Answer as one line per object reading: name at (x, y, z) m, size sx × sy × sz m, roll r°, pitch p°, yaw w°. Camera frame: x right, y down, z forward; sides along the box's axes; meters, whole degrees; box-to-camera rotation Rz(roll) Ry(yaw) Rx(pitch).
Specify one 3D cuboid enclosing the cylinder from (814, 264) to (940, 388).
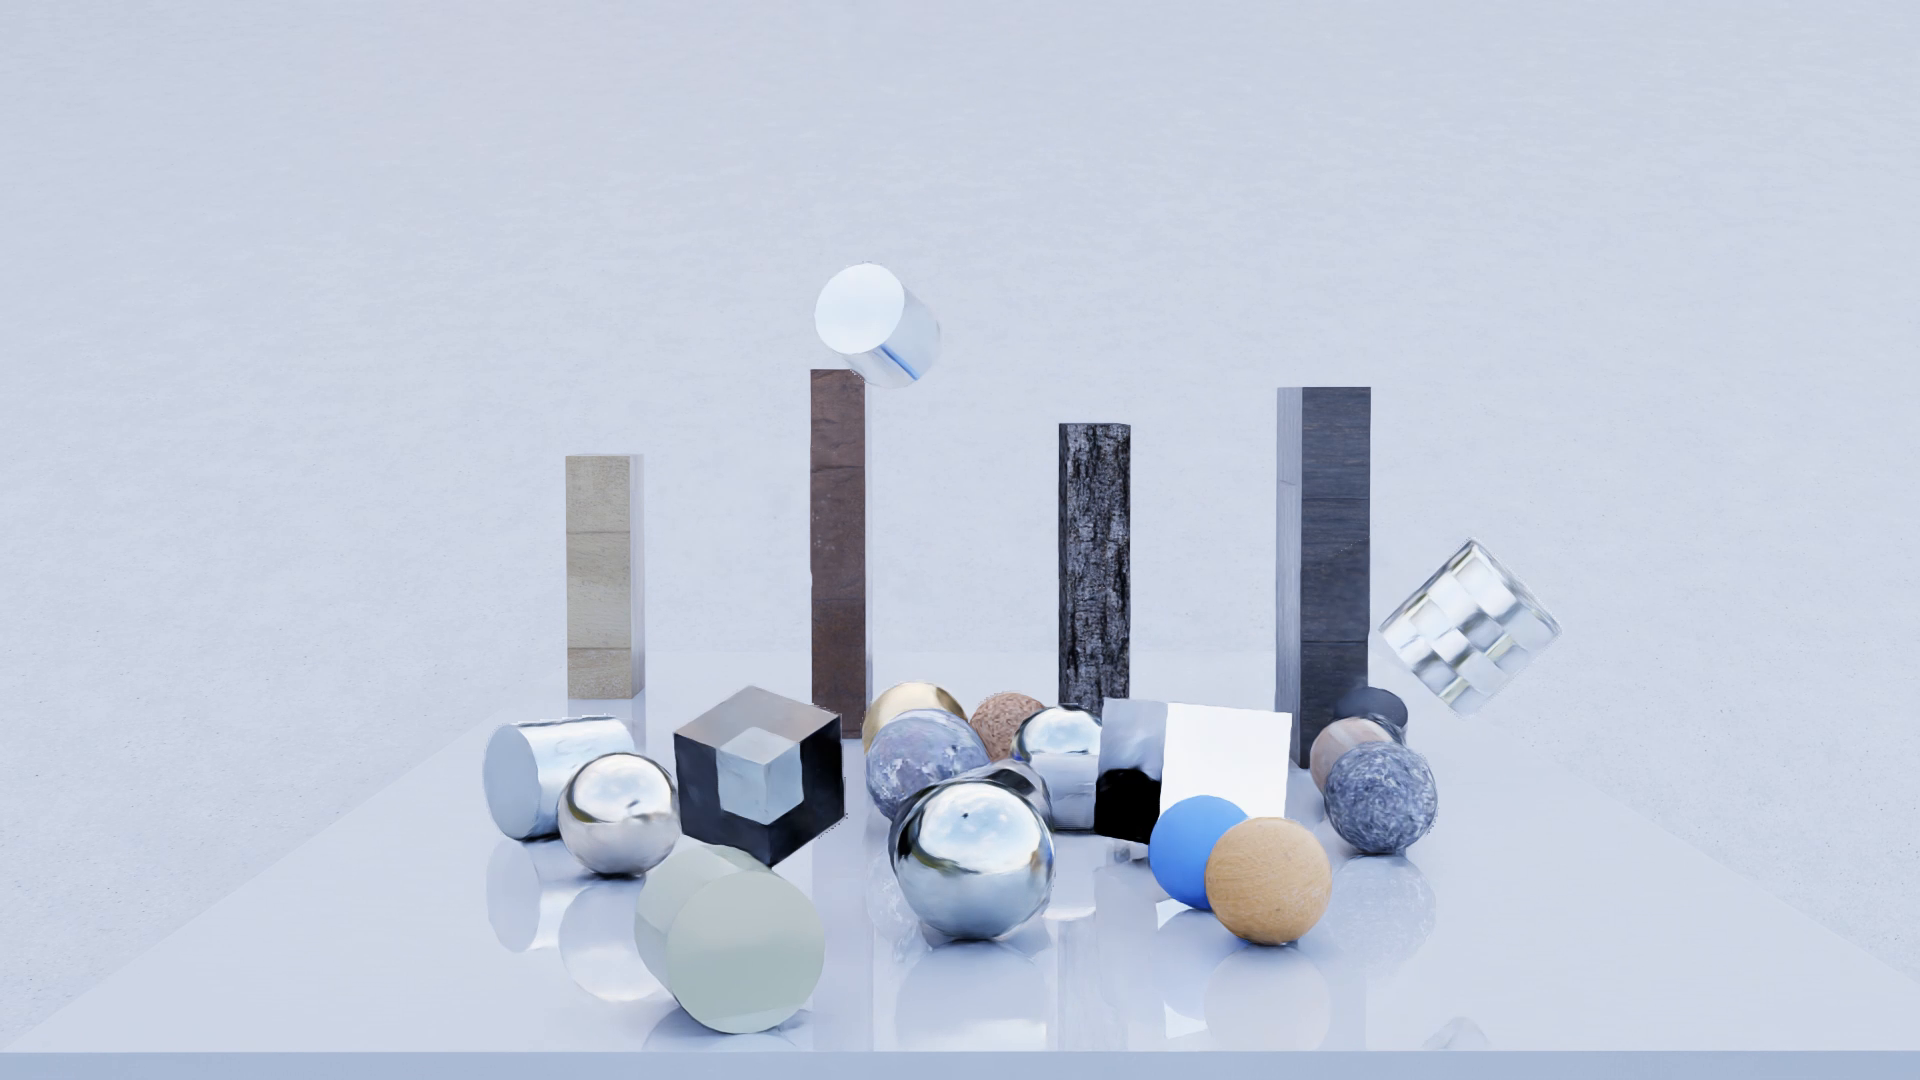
cylinder at (-0.090, -0.235, 2.839) m, size 0.106 × 0.106 × 0.106 m, roll 11°, pitch -13°, yaw 26°

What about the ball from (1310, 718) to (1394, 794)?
ball at (0.620, 0.349, 4.041) m, size 0.141 × 0.141 × 0.141 m, roll 0°, pitch 21°, yaw 0°

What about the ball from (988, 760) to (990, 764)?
ball at (-0.005, 0.367, 3.999) m, size 0.113 × 0.113 × 0.113 m, roll 0°, pitch 21°, yaw 0°

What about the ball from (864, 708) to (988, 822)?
ball at (-0.049, 0.341, 3.813) m, size 0.185 × 0.185 × 0.185 m, roll 0°, pitch 21°, yaw 0°

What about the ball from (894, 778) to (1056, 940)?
ball at (0.018, 0.379, 3.056) m, size 0.191 × 0.191 × 0.191 m, roll 0°, pitch 21°, yaw 0°

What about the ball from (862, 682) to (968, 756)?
ball at (-0.072, 0.322, 4.218) m, size 0.179 × 0.179 × 0.179 m, roll 0°, pitch 21°, yaw 0°

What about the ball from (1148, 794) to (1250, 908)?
ball at (0.309, 0.393, 3.242) m, size 0.143 × 0.143 × 0.143 m, roll 0°, pitch 21°, yaw 0°

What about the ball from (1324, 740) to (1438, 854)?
ball at (0.595, 0.363, 3.634) m, size 0.160 × 0.160 × 0.160 m, roll 0°, pitch 21°, yaw 0°

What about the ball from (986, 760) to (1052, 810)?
ball at (0.069, 0.378, 3.693) m, size 0.125 × 0.125 × 0.125 m, roll 0°, pitch 21°, yaw 0°

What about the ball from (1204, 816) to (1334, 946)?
ball at (0.363, 0.401, 3.027) m, size 0.151 × 0.151 × 0.151 m, roll 0°, pitch 21°, yaw 0°

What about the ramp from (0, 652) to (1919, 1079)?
ramp at (0.049, 0.444, 4.532) m, size 2.000 × 0.100 × 4.000 m, roll 0°, pitch 3°, yaw 0°

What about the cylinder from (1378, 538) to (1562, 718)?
cylinder at (0.695, 0.121, 3.503) m, size 0.174 × 0.174 × 0.174 m, roll 43°, pitch 12°, yaw -11°

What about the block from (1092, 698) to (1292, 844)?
block at (0.324, 0.329, 3.603) m, size 0.194 × 0.194 × 0.194 m, roll 7°, pitch -4°, yaw -23°

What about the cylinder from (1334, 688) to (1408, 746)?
cylinder at (0.667, 0.323, 4.182) m, size 0.117 × 0.117 × 0.117 m, roll -4°, pitch 43°, yaw 3°

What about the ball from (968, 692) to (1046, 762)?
ball at (0.087, 0.331, 4.271) m, size 0.154 × 0.154 × 0.154 m, roll 0°, pitch 21°, yaw 0°

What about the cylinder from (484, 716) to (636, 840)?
cylinder at (-0.589, 0.350, 3.803) m, size 0.167 × 0.167 × 0.167 m, roll -3°, pitch 18°, yaw -38°

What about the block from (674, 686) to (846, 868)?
block at (-0.244, 0.286, 3.134) m, size 0.143 × 0.143 × 0.143 m, roll 16°, pitch 31°, yaw 33°

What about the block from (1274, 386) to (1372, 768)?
block at (0.650, 0.057, 4.626) m, size 0.119 × 0.662 × 0.349 m, roll 0°, pitch 3°, yaw 0°

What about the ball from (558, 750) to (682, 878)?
ball at (-0.456, 0.369, 3.455) m, size 0.169 × 0.169 × 0.169 m, roll 0°, pitch 21°, yaw 0°

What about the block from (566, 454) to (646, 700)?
block at (-0.772, 0.074, 5.611) m, size 0.137 × 0.521 × 0.247 m, roll 0°, pitch 3°, yaw 0°

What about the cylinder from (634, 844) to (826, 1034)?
cylinder at (-0.242, 0.413, 2.678) m, size 0.166 × 0.166 × 0.166 m, roll -7°, pitch 5°, yaw -18°

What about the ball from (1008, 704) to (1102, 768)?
ball at (0.160, 0.339, 3.986) m, size 0.169 × 0.169 × 0.169 m, roll 0°, pitch 21°, yaw 0°

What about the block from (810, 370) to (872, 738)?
block at (-0.230, 0.017, 5.043) m, size 0.103 × 0.698 × 0.409 m, roll 0°, pitch 3°, yaw 0°

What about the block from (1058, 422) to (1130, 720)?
block at (0.227, 0.101, 4.400) m, size 0.103 × 0.599 × 0.371 m, roll 0°, pitch 3°, yaw 0°

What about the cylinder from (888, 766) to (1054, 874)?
cylinder at (0.015, 0.381, 3.275) m, size 0.165 × 0.165 × 0.165 m, roll 8°, pitch 6°, yaw 19°
